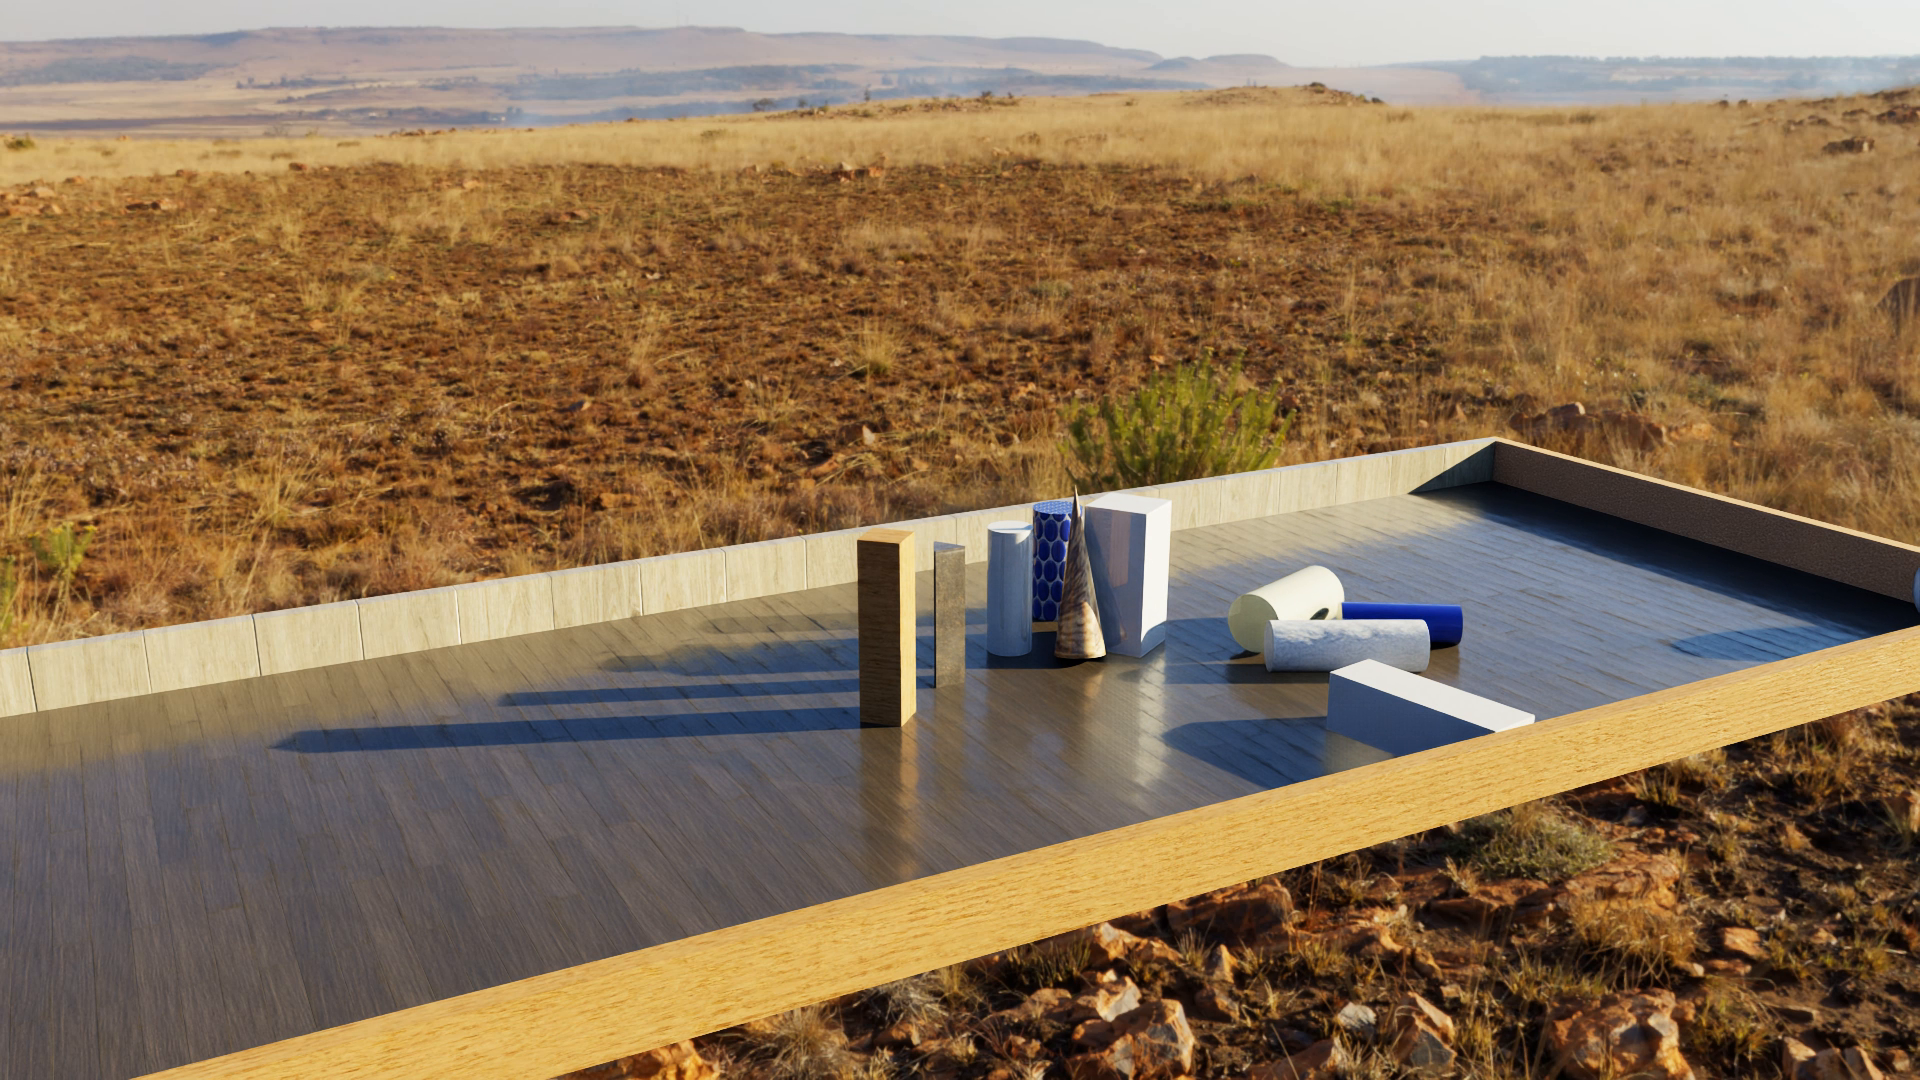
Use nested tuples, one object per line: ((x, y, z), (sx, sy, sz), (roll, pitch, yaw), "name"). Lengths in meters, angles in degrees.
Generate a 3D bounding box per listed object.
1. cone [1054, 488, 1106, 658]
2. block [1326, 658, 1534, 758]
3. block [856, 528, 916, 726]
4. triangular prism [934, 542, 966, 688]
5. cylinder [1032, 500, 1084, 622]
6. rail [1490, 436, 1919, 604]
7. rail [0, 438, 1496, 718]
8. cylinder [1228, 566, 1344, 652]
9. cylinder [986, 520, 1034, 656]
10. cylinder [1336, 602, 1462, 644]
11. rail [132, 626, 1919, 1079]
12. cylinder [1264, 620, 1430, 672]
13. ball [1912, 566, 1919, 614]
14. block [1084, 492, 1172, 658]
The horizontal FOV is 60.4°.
((0.305, 0.077, 4.276), (0.135, 0.444, 0.135), (-2, 6, 0), "cone")
((1.049, 0.410, 3.708), (0.142, 0.142, 0.444), (-13, 21, -37), "block")
((-0.171, 0.204, 3.864), (0.104, 0.448, 0.104), (5, 17, 17), "block")
((-0.044, 0.183, 4.104), (0.087, 0.355, 0.076), (-10, 19, -30), "triangular prism")
((0.271, 0.058, 4.608), (0.140, 0.310, 0.140), (0, 16, 0), "cylinder")
((2.466, -0.048, 5.253), (0.050, 0.150, 2.100), (-9, 18, -27), "rail")
((-3.305, 0.497, 3.399), (12.000, 0.150, 0.050), (-9, 18, -27), "rail")
((0.882, 0.184, 4.449), (0.159, 0.159, 0.335), (14, 21, 39), "cylinder")
((0.131, 0.127, 4.328), (0.120, 0.336, 0.120), (0, 16, 0), "cylinder")
((1.174, 0.222, 4.415), (0.314, 0.104, 0.104), (1, 16, 5), "cylinder")
((-2.336, 1.006, 1.665), (12.000, 0.150, 0.050), (-9, 18, -27), "rail")
((0.983, 0.270, 4.201), (0.392, 0.133, 0.133), (0, 16, -1), "cylinder")
((2.705, 0.136, 4.417), (0.268, 0.268, 0.268), (0, 16, 0), "ball")
((0.438, 0.090, 4.358), (0.173, 0.386, 0.173), (9, 17, 27), "block")
